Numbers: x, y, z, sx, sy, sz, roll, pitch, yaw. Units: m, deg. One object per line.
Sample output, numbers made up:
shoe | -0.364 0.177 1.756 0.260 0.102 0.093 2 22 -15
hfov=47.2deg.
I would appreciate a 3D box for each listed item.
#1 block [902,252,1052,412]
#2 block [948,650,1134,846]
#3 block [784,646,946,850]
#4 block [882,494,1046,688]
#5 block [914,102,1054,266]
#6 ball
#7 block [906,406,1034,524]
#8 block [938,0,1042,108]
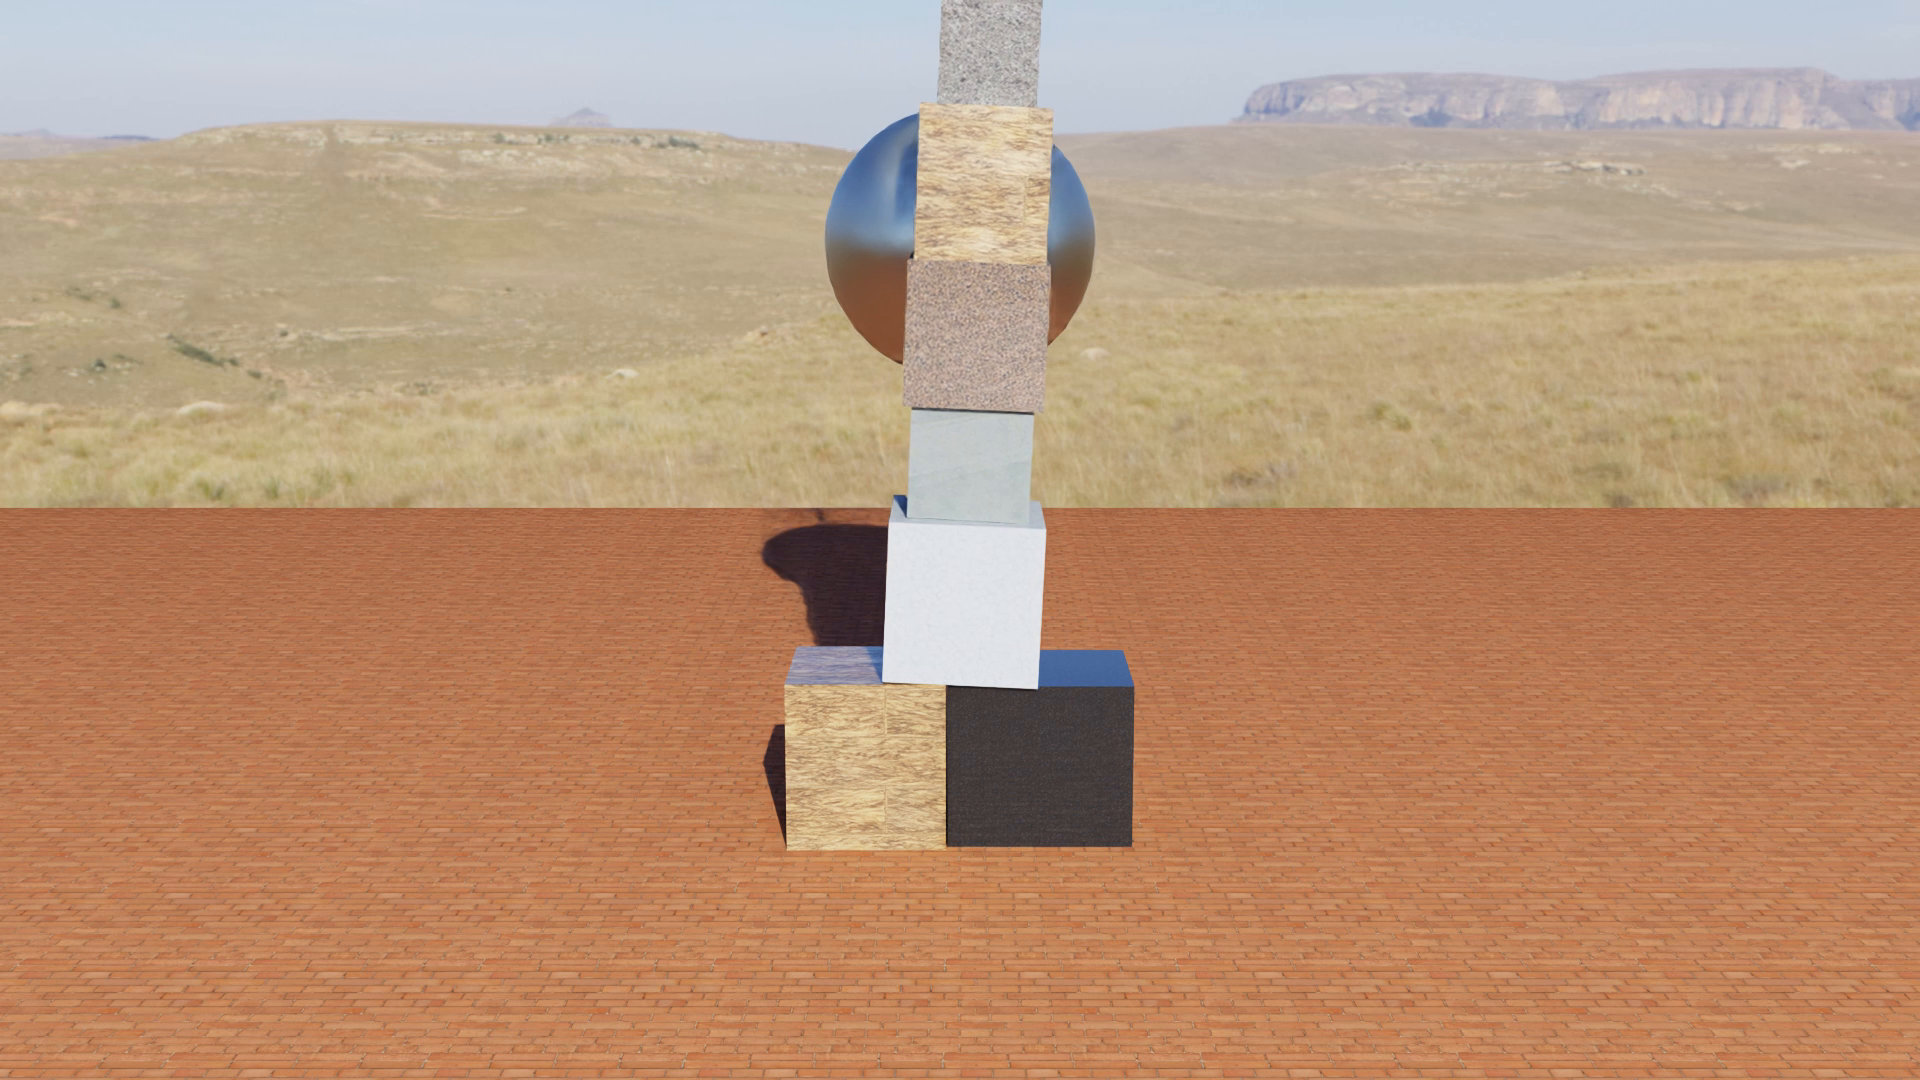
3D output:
block | 0.079 -1.048 10.991 0.691 0.713 0.695 2 10 0
block | 0.403 1.065 11.388 0.929 0.831 0.795 0 10 0
block | -0.469 1.060 11.353 0.796 0.852 0.835 0 10 0
block | 0.018 0.249 11.215 0.768 0.801 0.854 3 10 0
block | 0.113 -1.765 10.867 0.638 0.743 0.681 2 10 0
ball | 0.000 -1.749 12.971 1.600 1.600 1.600 0 10 0
block | 0.050 -0.422 11.104 0.601 0.560 0.617 3 10 0
block | 0.143 -2.399 10.749 0.481 0.549 0.467 2 10 0
